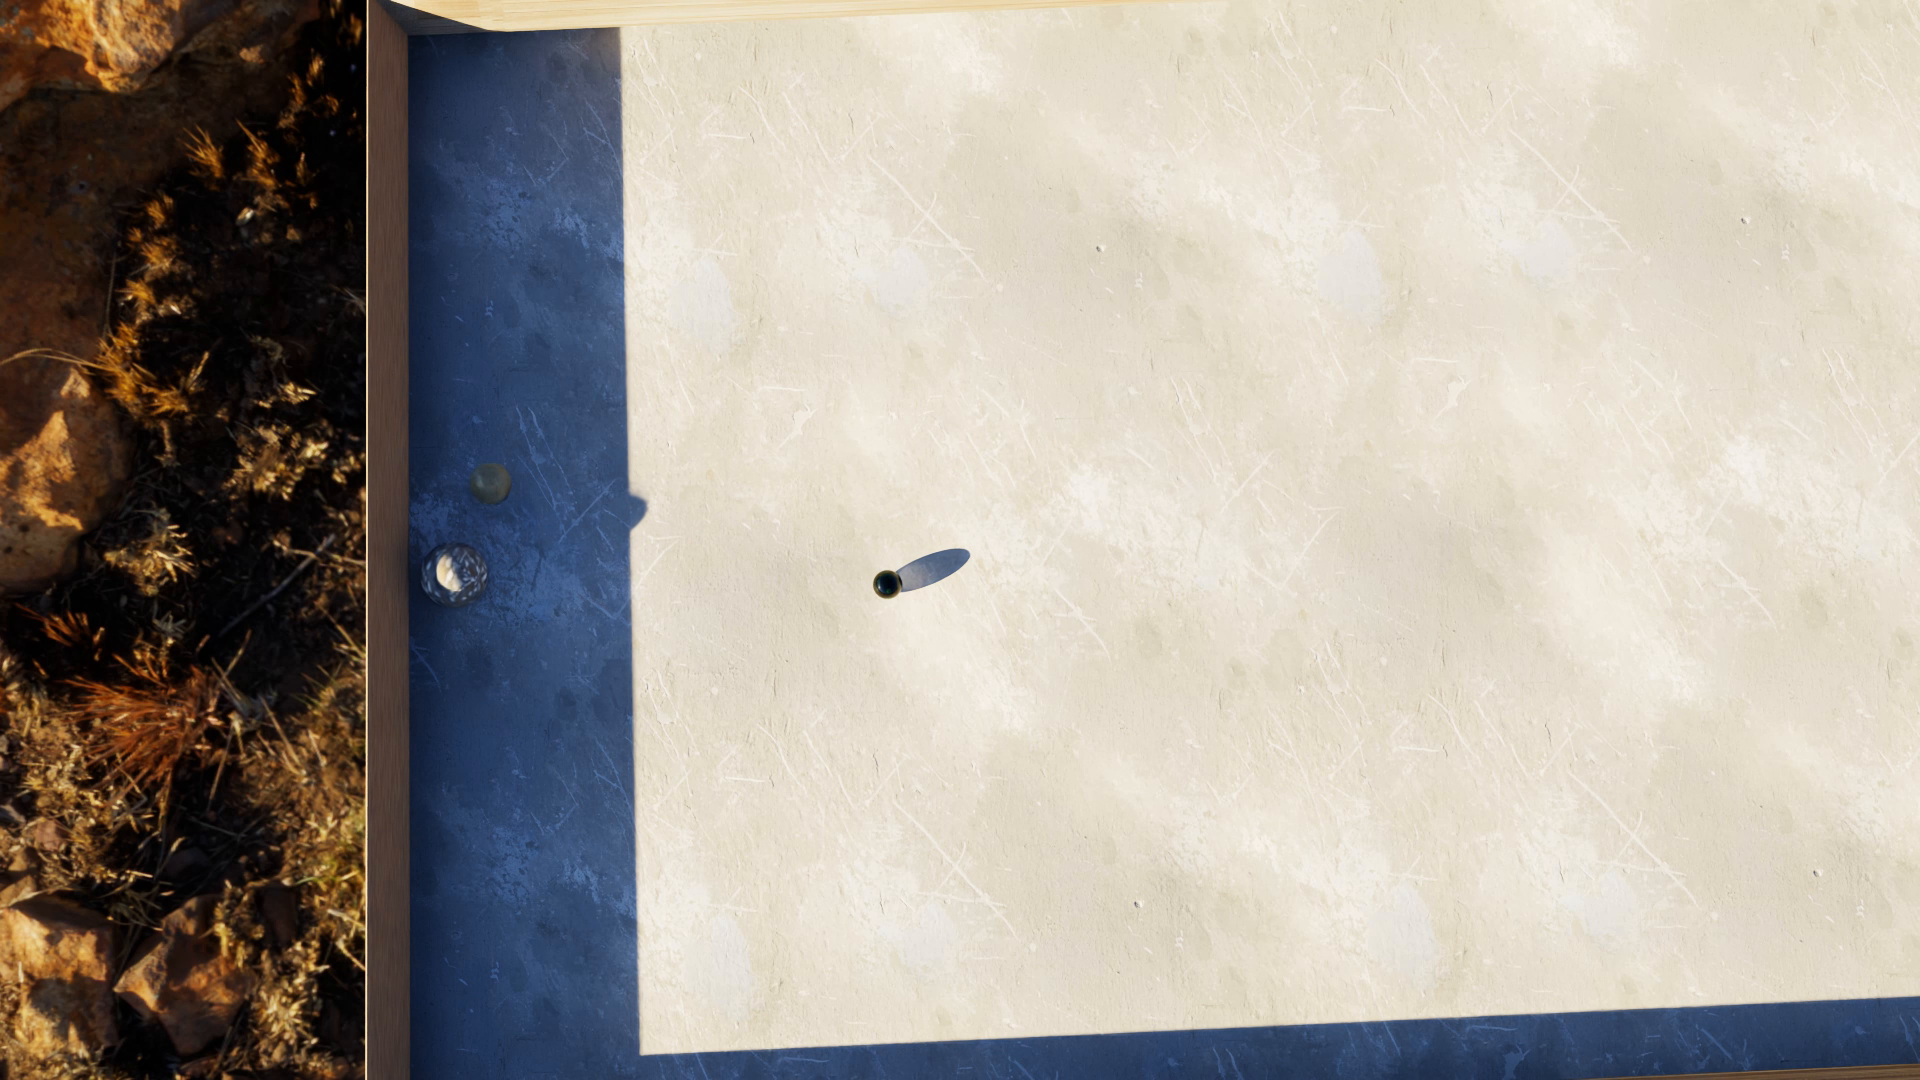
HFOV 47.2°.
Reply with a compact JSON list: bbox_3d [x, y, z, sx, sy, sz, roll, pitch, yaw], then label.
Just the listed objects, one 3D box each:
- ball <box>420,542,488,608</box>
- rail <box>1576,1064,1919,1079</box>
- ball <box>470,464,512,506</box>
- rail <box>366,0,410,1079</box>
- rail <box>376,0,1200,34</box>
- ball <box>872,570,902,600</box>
[{"bbox_3d":[-0.750,0.051,3.259,0.098,0.098,0.098,0,80,0],"label":"ball"},{"bbox_3d":[0.898,0.786,3.115,3.445,0.128,0.045,-3,80,0],"label":"rail"},{"bbox_3d":[-0.705,-0.083,3.301,0.063,0.063,0.063,0,80,0],"label":"ball"},{"bbox_3d":[-0.837,0.031,3.247,0.045,0.128,1.735,-3,80,0],"label":"rail"},{"bbox_3d":[0.822,-0.875,3.405,3.445,0.128,0.045,-3,80,0],"label":"rail"},{"bbox_3d":[-0.108,0.067,3.284,0.045,0.045,0.045,0,80,0],"label":"ball"}]
